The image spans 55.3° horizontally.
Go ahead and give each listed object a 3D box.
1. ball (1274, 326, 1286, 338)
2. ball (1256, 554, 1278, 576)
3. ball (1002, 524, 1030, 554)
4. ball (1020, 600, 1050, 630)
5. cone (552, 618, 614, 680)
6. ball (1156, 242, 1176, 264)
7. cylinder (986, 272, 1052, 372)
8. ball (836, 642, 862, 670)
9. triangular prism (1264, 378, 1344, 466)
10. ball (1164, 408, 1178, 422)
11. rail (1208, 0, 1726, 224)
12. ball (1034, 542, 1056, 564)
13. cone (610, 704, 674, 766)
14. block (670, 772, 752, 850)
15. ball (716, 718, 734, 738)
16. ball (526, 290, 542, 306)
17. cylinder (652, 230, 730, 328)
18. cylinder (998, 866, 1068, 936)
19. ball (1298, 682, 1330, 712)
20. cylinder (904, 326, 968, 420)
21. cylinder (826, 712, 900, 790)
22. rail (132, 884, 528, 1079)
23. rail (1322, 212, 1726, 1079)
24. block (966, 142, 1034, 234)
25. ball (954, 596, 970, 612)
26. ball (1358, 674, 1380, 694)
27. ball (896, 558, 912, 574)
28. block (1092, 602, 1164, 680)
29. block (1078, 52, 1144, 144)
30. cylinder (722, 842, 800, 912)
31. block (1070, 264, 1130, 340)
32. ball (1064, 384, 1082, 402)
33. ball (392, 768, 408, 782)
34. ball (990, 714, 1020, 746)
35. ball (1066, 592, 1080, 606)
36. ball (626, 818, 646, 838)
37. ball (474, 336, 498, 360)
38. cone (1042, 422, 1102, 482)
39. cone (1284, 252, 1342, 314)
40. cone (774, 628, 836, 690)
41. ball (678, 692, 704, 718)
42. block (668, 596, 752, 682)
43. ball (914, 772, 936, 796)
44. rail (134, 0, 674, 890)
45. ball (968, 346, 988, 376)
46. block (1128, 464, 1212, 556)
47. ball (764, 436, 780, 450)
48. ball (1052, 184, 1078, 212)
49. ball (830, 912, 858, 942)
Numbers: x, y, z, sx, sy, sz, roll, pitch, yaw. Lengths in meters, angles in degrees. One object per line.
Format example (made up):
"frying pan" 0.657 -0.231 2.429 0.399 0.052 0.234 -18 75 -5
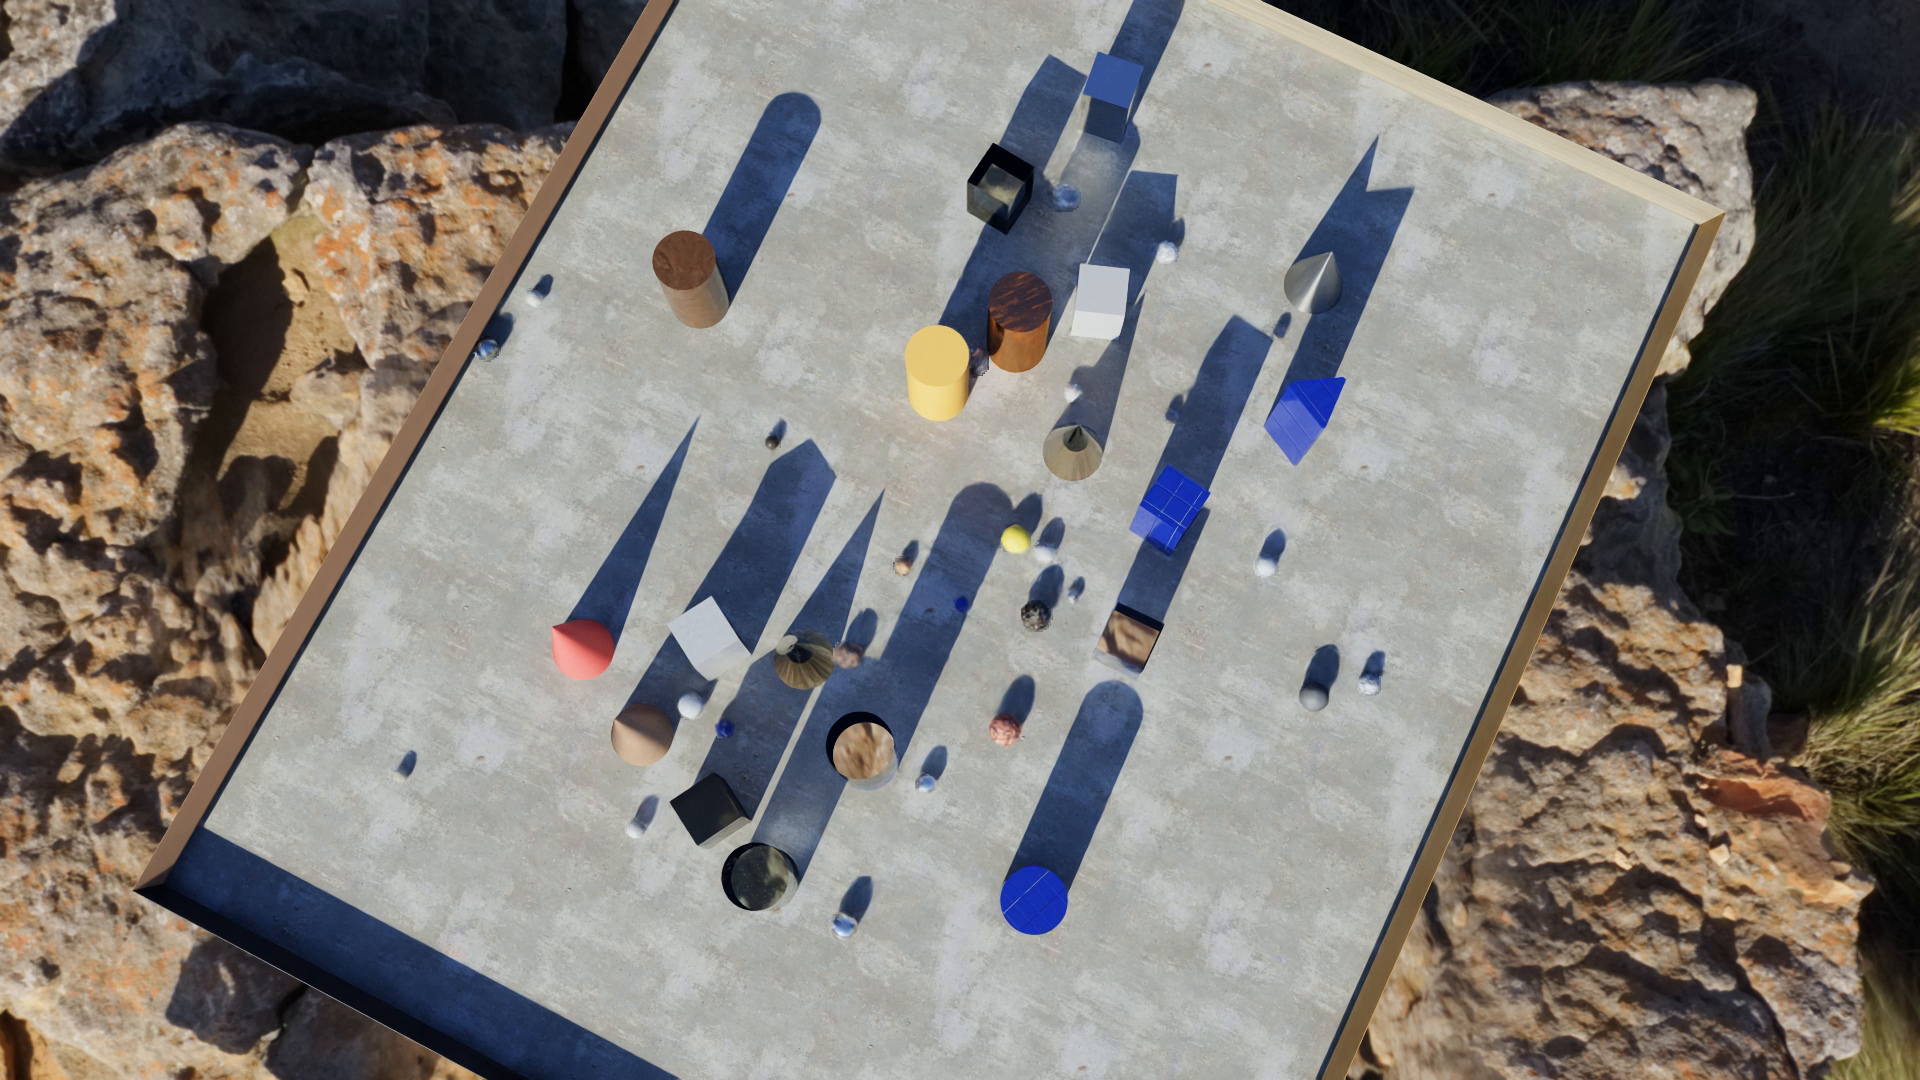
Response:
"ball" 1.000 -0.650 5.729 0.042 0.042 0.042 0 78 0
"ball" 0.932 0.077 5.567 0.066 0.066 0.066 0 78 0
"ball" 0.170 -0.003 5.573 0.086 0.086 0.086 0 78 0
"ball" 0.227 0.227 5.523 0.091 0.091 0.091 0 78 0
"cone" -1.140 0.286 5.332 0.187 0.442 0.187 0 78 0
"ball" 0.649 -0.906 5.769 0.069 0.069 0.069 0 78 0
"cylinder" 0.176 -0.655 5.546 0.187 0.403 0.187 0 78 0
"ball" -0.334 0.346 5.503 0.083 0.083 0.083 0 78 0
"triangular prism" 1.047 -0.378 5.464 0.141 0.451 0.162 -35 80 -7
"ball" 0.655 -0.385 5.675 0.042 0.042 0.042 0 78 0
"rail" 0.883 -1.722 5.909 3.342 0.122 0.045 26 80 5
"ball" 0.256 0.038 5.575 0.066 0.066 0.066 0 78 0
"cone" -0.953 0.538 5.274 0.187 0.452 0.187 0 78 0
"block" -0.722 0.789 5.325 0.150 0.251 0.150 -33 80 -7
"ball" -0.704 0.562 5.473 0.054 0.054 0.054 0 78 0
"ball" -1.335 -0.759 5.748 0.049 0.049 0.049 0 78 0
"cylinder" -0.817 -0.791 5.596 0.187 0.361 0.187 0 78 0
"cylinder" 0.205 1.032 5.234 0.187 0.330 0.187 0 78 0
"ball" 1.058 0.467 5.474 0.091 0.091 0.091 0 78 0
"cylinder" -0.067 -0.499 5.528 0.187 0.374 0.187 0 78 0
"cylinder" -0.276 0.610 5.263 0.187 0.446 0.187 0 78 0
"rail" -0.883 1.735 5.194 3.342 0.122 0.045 26 80 5
"rail" 1.474 0.728 5.403 0.045 0.122 3.995 26 80 5
"block" 0.125 -1.093 5.718 0.150 0.245 0.150 32 80 6
"ball" 0.006 0.195 5.553 0.046 0.046 0.046 0 78 0
"ball" 1.227 0.433 5.496 0.060 0.060 0.060 0 78 0
"ball" -0.172 0.080 5.576 0.048 0.048 0.048 0 78 0
"block" 0.496 0.302 5.436 0.150 0.231 0.150 25 79 5
"block" 0.472 -1.390 5.771 0.150 0.260 0.150 19 79 4
"cylinder" -0.568 0.967 5.244 0.187 0.338 0.187 0 78 0
"block" 0.430 -0.731 5.646 0.150 0.238 0.150 6 78 1
"ball" 0.352 -0.456 5.681 0.058 0.058 0.058 0 78 0
"ball" -1.665 0.700 5.449 0.044 0.044 0.044 0 78 0
"ball" 0.133 0.565 5.452 0.094 0.094 0.094 0 78 0
"ball" 0.342 0.177 5.559 0.040 0.040 0.040 0 78 0
"ball" -0.955 0.853 5.411 0.057 0.057 0.057 0 78 0
"ball" -1.474 -0.598 5.704 0.071 0.071 0.071 0 78 0
"cone" 0.349 -0.305 5.519 0.187 0.313 0.187 0 78 0
"cone" 1.115 -0.834 5.632 0.187 0.307 0.187 0 78 0
"cone" -0.471 0.327 5.387 0.187 0.316 0.187 0 78 0
"ball" -0.804 0.493 5.475 0.077 0.077 0.077 0 78 0
"block" -0.734 0.294 5.389 0.150 0.327 0.150 -33 80 -6
"ball" -0.103 0.724 5.433 0.067 0.067 0.067 0 78 0
"rail" -1.474 -0.715 5.701 0.045 0.122 3.995 26 80 5
"ball" 0.041 -0.557 5.683 0.092 0.092 0.092 0 78 0
"block" 0.623 -0.085 5.462 0.150 0.336 0.150 35 80 7
"ball" -0.580 -0.300 5.656 0.044 0.044 0.044 0 78 0
"ball" 0.333 -1.083 5.798 0.084 0.084 0.084 0 78 0
"ball" -0.339 1.127 5.341 0.082 0.082 0.082 0 78 0
